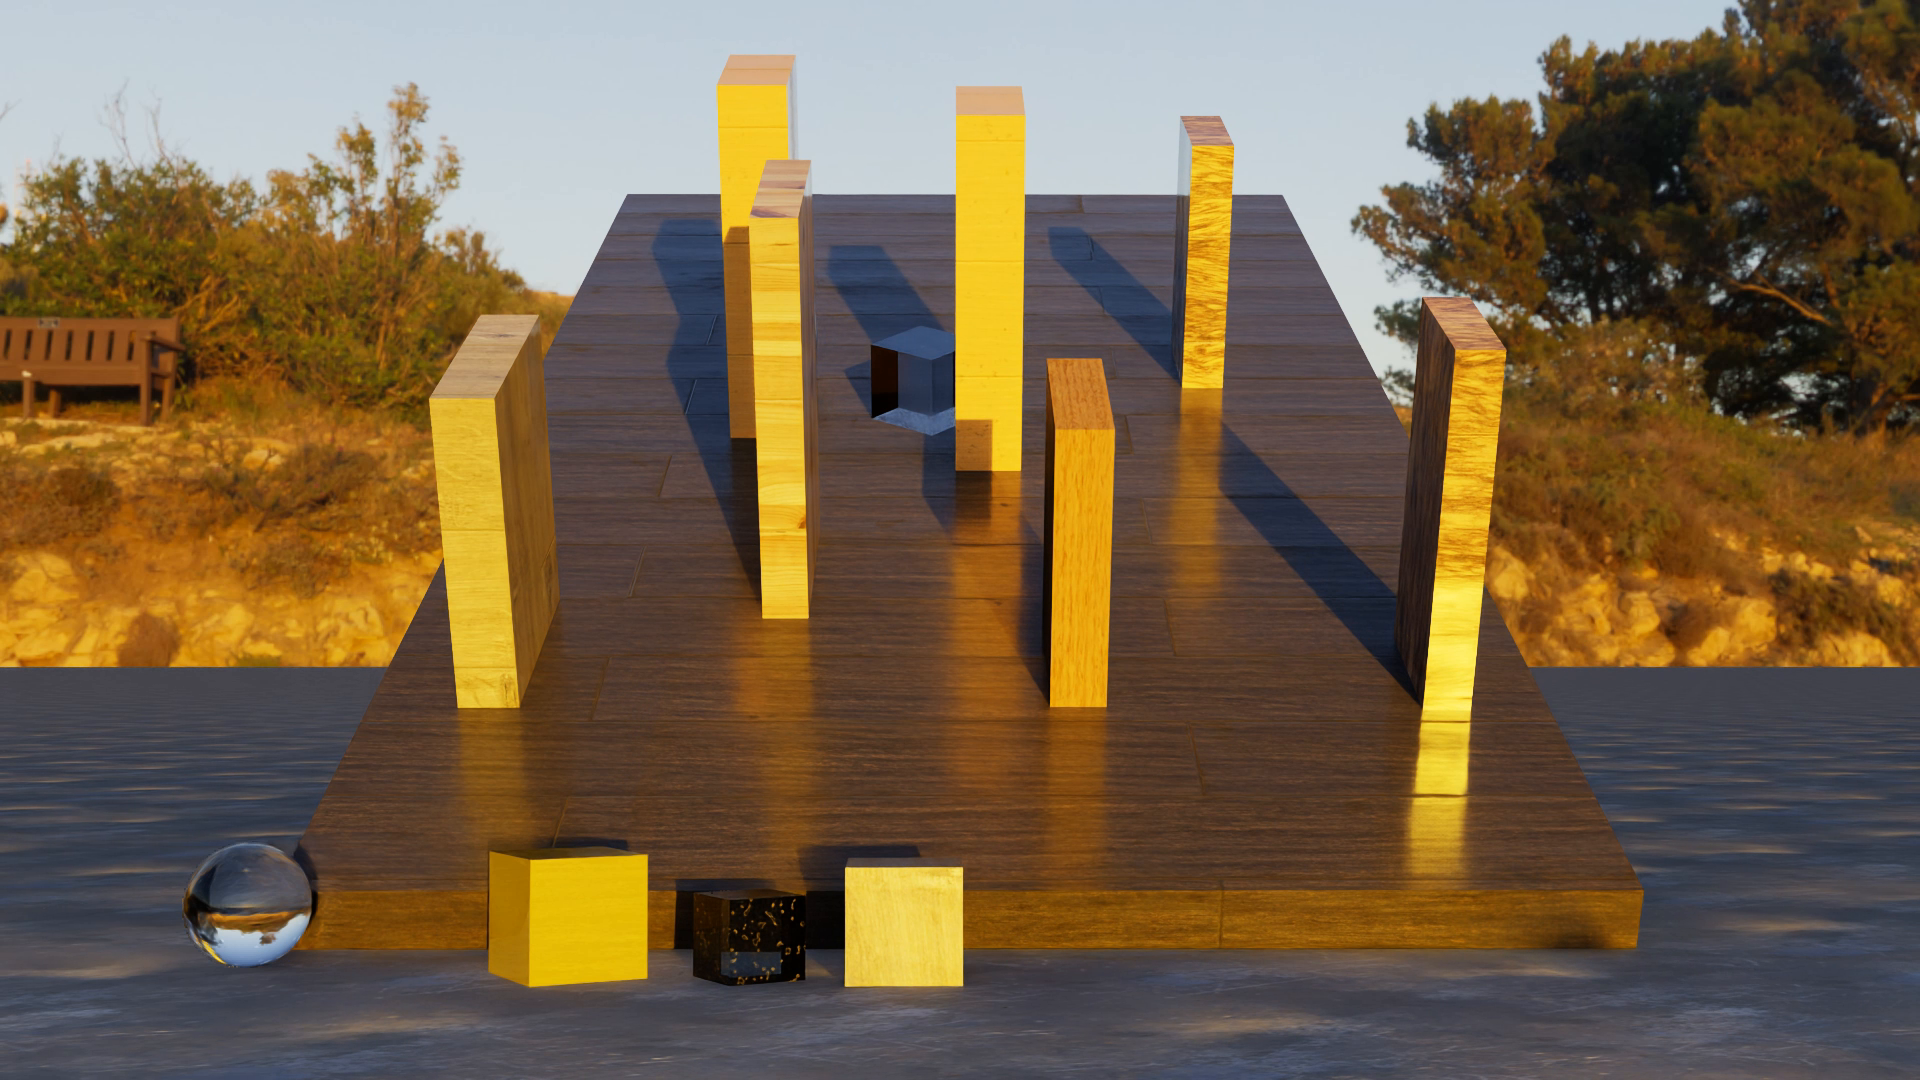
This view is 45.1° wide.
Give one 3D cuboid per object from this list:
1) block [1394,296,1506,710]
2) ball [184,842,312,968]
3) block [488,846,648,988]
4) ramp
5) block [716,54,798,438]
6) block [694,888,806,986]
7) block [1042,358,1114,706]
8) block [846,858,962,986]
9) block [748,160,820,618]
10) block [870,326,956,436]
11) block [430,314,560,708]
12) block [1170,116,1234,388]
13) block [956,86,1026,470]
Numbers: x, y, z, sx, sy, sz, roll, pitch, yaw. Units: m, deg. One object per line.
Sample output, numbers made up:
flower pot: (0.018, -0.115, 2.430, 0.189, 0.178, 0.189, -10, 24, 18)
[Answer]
block: (0.824, -0.063, 3.917, 0.081, 0.640, 0.284, 0, 23, 0)
ball: (-0.990, 0.508, 3.219, 0.172, 0.172, 0.172, 0, -3, 0)
block: (-0.532, 0.507, 3.135, 0.165, 0.165, 0.165, 2, -3, -30)
ramp: (-0.007, -0.226, 5.238, 2.000, 0.100, 4.000, 0, 23, 0)
block: (-0.434, -0.648, 5.103, 0.145, 0.781, 0.319, 0, 23, 0)
block: (-0.283, 0.532, 3.107, 0.112, 0.112, 0.112, 2, -3, -31)
block: (0.200, -0.018, 3.985, 0.096, 0.500, 0.357, 0, 23, 0)
block: (-0.075, 0.511, 3.110, 0.154, 0.154, 0.154, 0, -3, -1)
block: (-0.320, -0.285, 4.286, 0.084, 0.754, 0.415, 0, 23, 0)
block: (-0.076, -0.361, 5.203, 0.176, 0.176, 0.176, 17, 29, 35)
block: (-0.798, -0.058, 4.007, 0.104, 0.554, 0.443, 0, 23, 0)
block: (0.568, -0.681, 5.449, 0.095, 0.575, 0.303, 0, 23, 0)
block: (0.060, -0.553, 4.905, 0.139, 0.764, 0.276, 0, 23, 0)
